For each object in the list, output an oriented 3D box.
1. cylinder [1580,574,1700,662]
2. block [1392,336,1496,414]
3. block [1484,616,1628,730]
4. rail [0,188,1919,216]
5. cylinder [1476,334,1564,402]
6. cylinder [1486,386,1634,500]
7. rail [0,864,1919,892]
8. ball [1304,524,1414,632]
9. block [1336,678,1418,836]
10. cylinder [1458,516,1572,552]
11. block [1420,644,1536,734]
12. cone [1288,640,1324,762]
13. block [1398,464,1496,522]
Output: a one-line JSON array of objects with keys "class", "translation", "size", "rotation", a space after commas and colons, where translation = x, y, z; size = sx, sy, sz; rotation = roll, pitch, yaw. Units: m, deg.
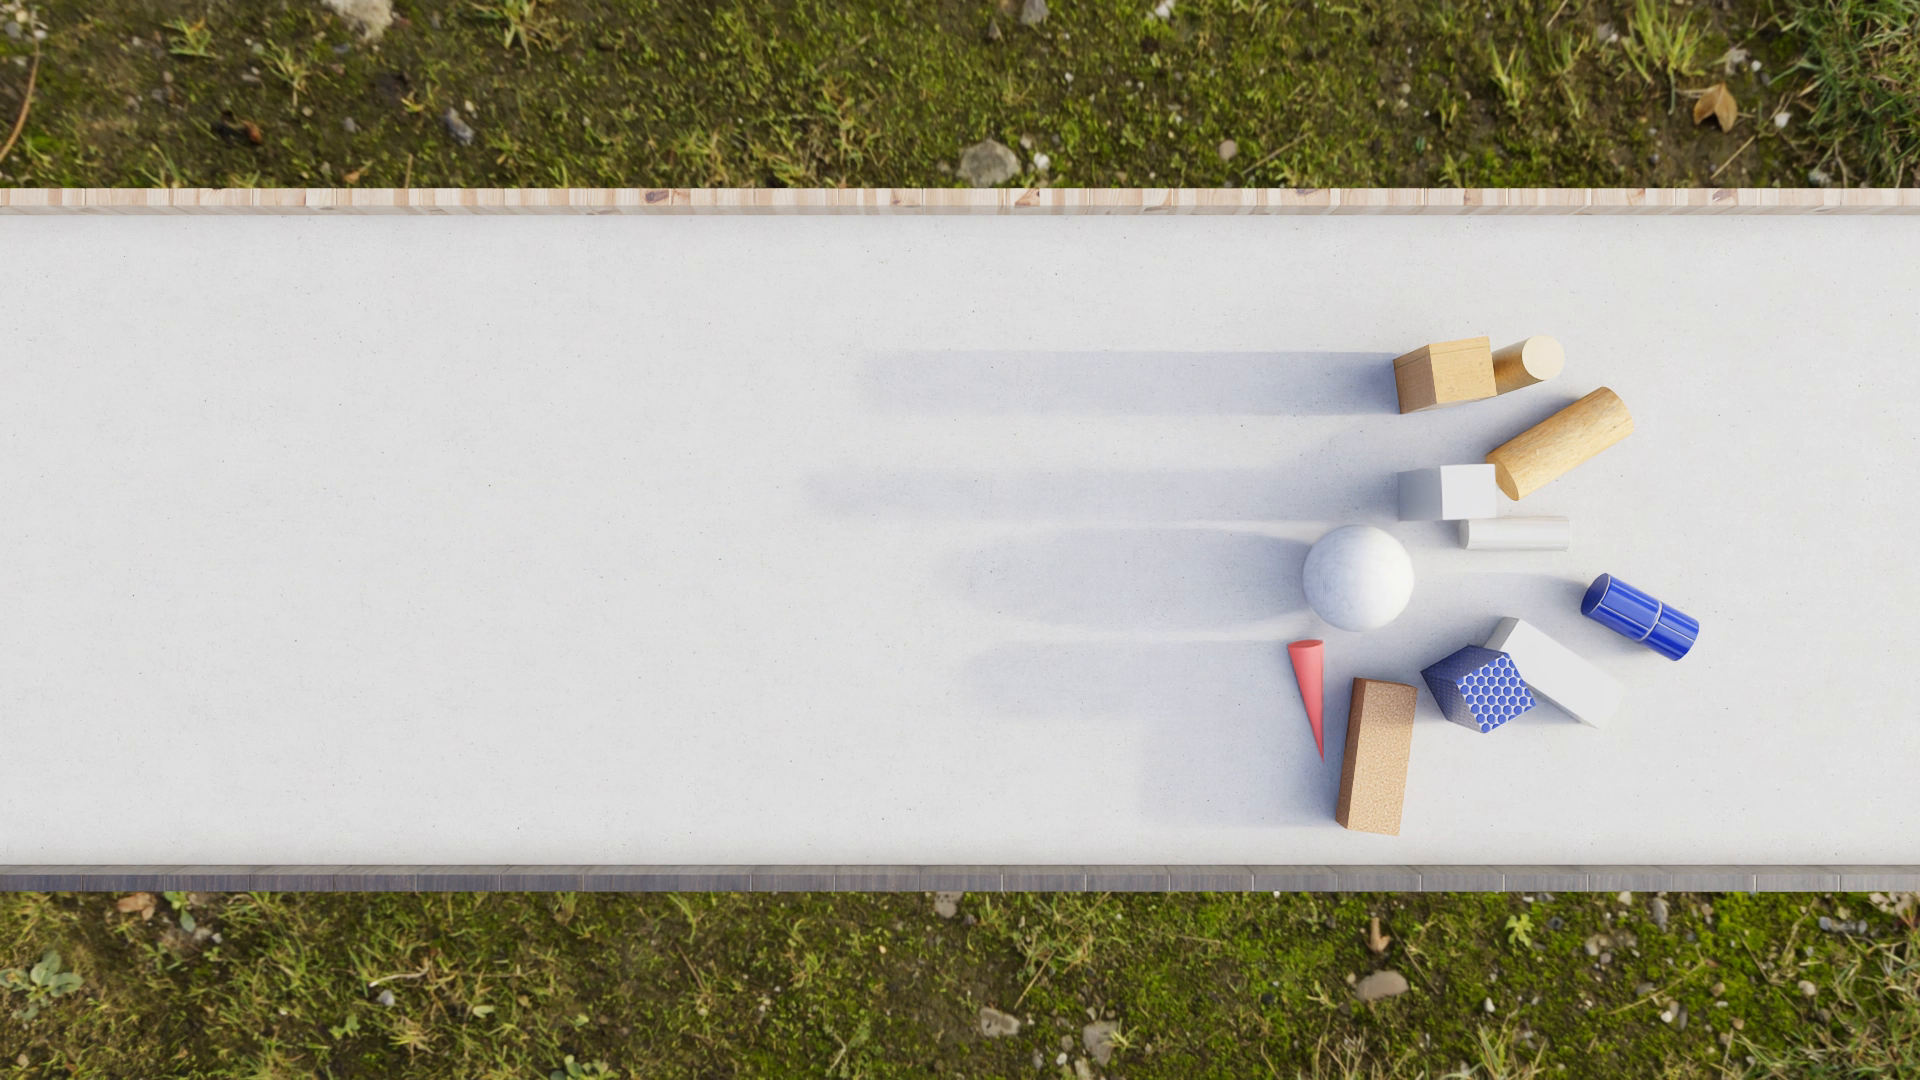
[{"class": "cylinder", "translation": [2.061, 0.234, 5.003], "size": [0.305, 0.145, 0.145], "rotation": [27, 90, 0]}, {"class": "block", "translation": [1.425, -0.482, 4.871], "size": [0.170, 0.410, 0.170], "rotation": [-8, 90, 1]}, {"class": "block", "translation": [1.794, 0.401, 5.001], "size": [0.384, 0.150, 0.150], "rotation": [33, 90, 0]}, {"class": "rail", "translation": [-2.247, -1.025, 5.002], "size": [12.000, 0.150, 0.050], "rotation": [0, 90, 0]}, {"class": "cylinder", "translation": [1.616, -0.503, 4.866], "size": [0.130, 0.404, 0.130], "rotation": [1, 86, -10]}, {"class": "cylinder", "translation": [1.813, -0.291, 4.992], "size": [0.399, 0.168, 0.168], "rotation": [-31, 90, 0]}, {"class": "rail", "translation": [-2.247, 1.025, 5.001], "size": [12.000, 0.150, 0.050], "rotation": [0, 90, 0]}, {"class": "ball", "translation": [1.187, 0.114, 4.915], "size": [0.322, 0.322, 0.322], "rotation": [0, 90, 0]}, {"class": "block", "translation": [1.261, 0.653, 4.999], "size": [0.156, 0.156, 0.447], "rotation": [7, 90, 0]}, {"class": "cylinder", "translation": [1.689, -0.021, 5.023], "size": [0.306, 0.107, 0.107], "rotation": [1, 90, 0]}, {"class": "block", "translation": [1.533, 0.439, 4.897], "size": [0.172, 0.360, 0.172], "rotation": [-29, 90, 0]}, {"class": "cone", "translation": [1.087, 0.504, 5.050], "size": [0.106, 0.106, 0.385], "rotation": [-10, 98, 0]}, {"class": "block", "translation": [1.425, -0.135, 4.849], "size": [0.151, 0.456, 0.151], "rotation": [-2, 90, 0]}]
